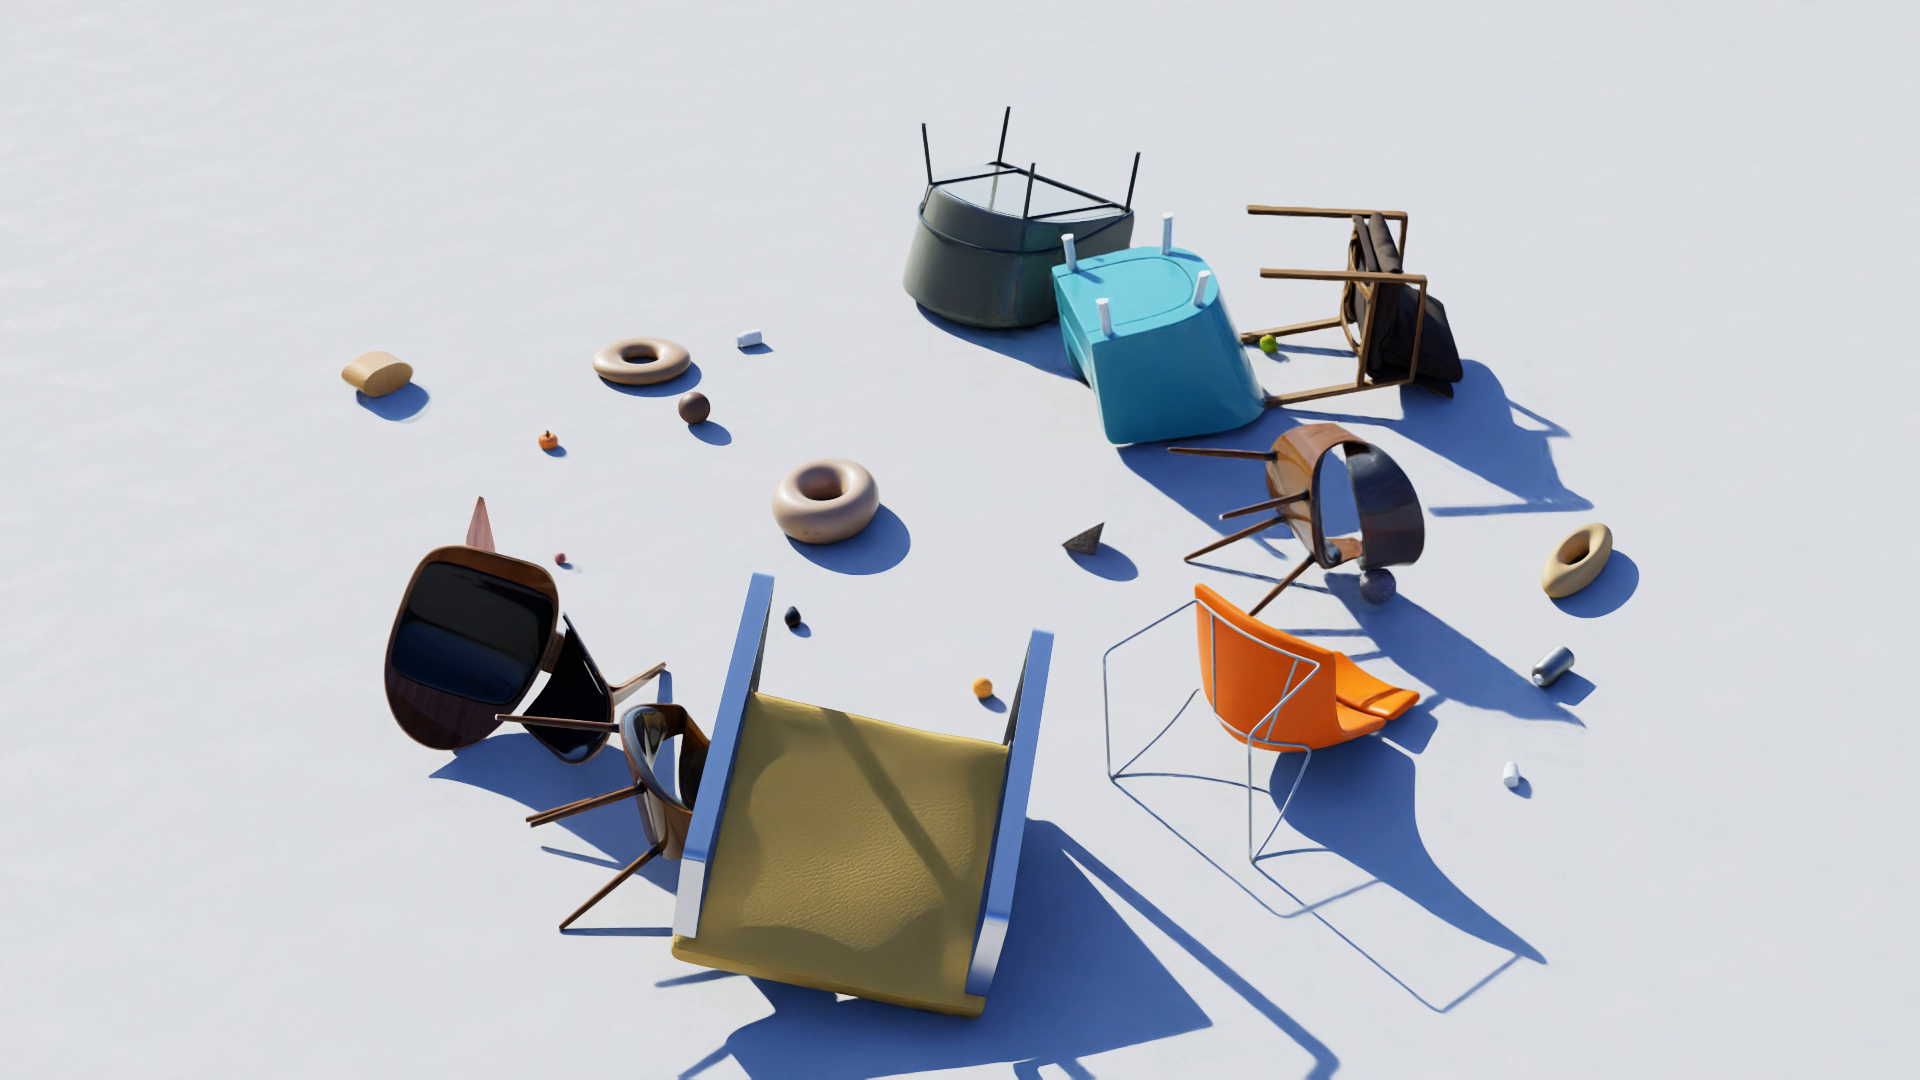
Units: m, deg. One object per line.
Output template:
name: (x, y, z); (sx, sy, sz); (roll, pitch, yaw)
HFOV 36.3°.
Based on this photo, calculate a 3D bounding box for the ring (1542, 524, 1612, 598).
ring: (2.262, 0.073, 10.736); (0.184, 0.108, 0.483); (18, 38, 29)

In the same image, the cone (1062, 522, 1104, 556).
cone: (0.478, 0.016, 10.861); (0.188, 0.094, 0.181); (-30, -3, 25)

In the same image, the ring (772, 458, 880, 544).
ring: (-0.505, -0.150, 11.028); (0.404, 0.163, 0.478); (5, 33, 9)

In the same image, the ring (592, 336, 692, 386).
ring: (-1.302, -0.734, 11.993); (0.407, 0.075, 0.349); (1, 33, 2)

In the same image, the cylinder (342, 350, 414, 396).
cylinder: (-2.353, -0.674, 11.848); (0.144, 0.128, 0.252); (28, 36, 35)

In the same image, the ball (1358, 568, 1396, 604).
ball: (1.506, 0.166, 10.569); (0.136, 0.136, 0.136); (0, 33, 0)
